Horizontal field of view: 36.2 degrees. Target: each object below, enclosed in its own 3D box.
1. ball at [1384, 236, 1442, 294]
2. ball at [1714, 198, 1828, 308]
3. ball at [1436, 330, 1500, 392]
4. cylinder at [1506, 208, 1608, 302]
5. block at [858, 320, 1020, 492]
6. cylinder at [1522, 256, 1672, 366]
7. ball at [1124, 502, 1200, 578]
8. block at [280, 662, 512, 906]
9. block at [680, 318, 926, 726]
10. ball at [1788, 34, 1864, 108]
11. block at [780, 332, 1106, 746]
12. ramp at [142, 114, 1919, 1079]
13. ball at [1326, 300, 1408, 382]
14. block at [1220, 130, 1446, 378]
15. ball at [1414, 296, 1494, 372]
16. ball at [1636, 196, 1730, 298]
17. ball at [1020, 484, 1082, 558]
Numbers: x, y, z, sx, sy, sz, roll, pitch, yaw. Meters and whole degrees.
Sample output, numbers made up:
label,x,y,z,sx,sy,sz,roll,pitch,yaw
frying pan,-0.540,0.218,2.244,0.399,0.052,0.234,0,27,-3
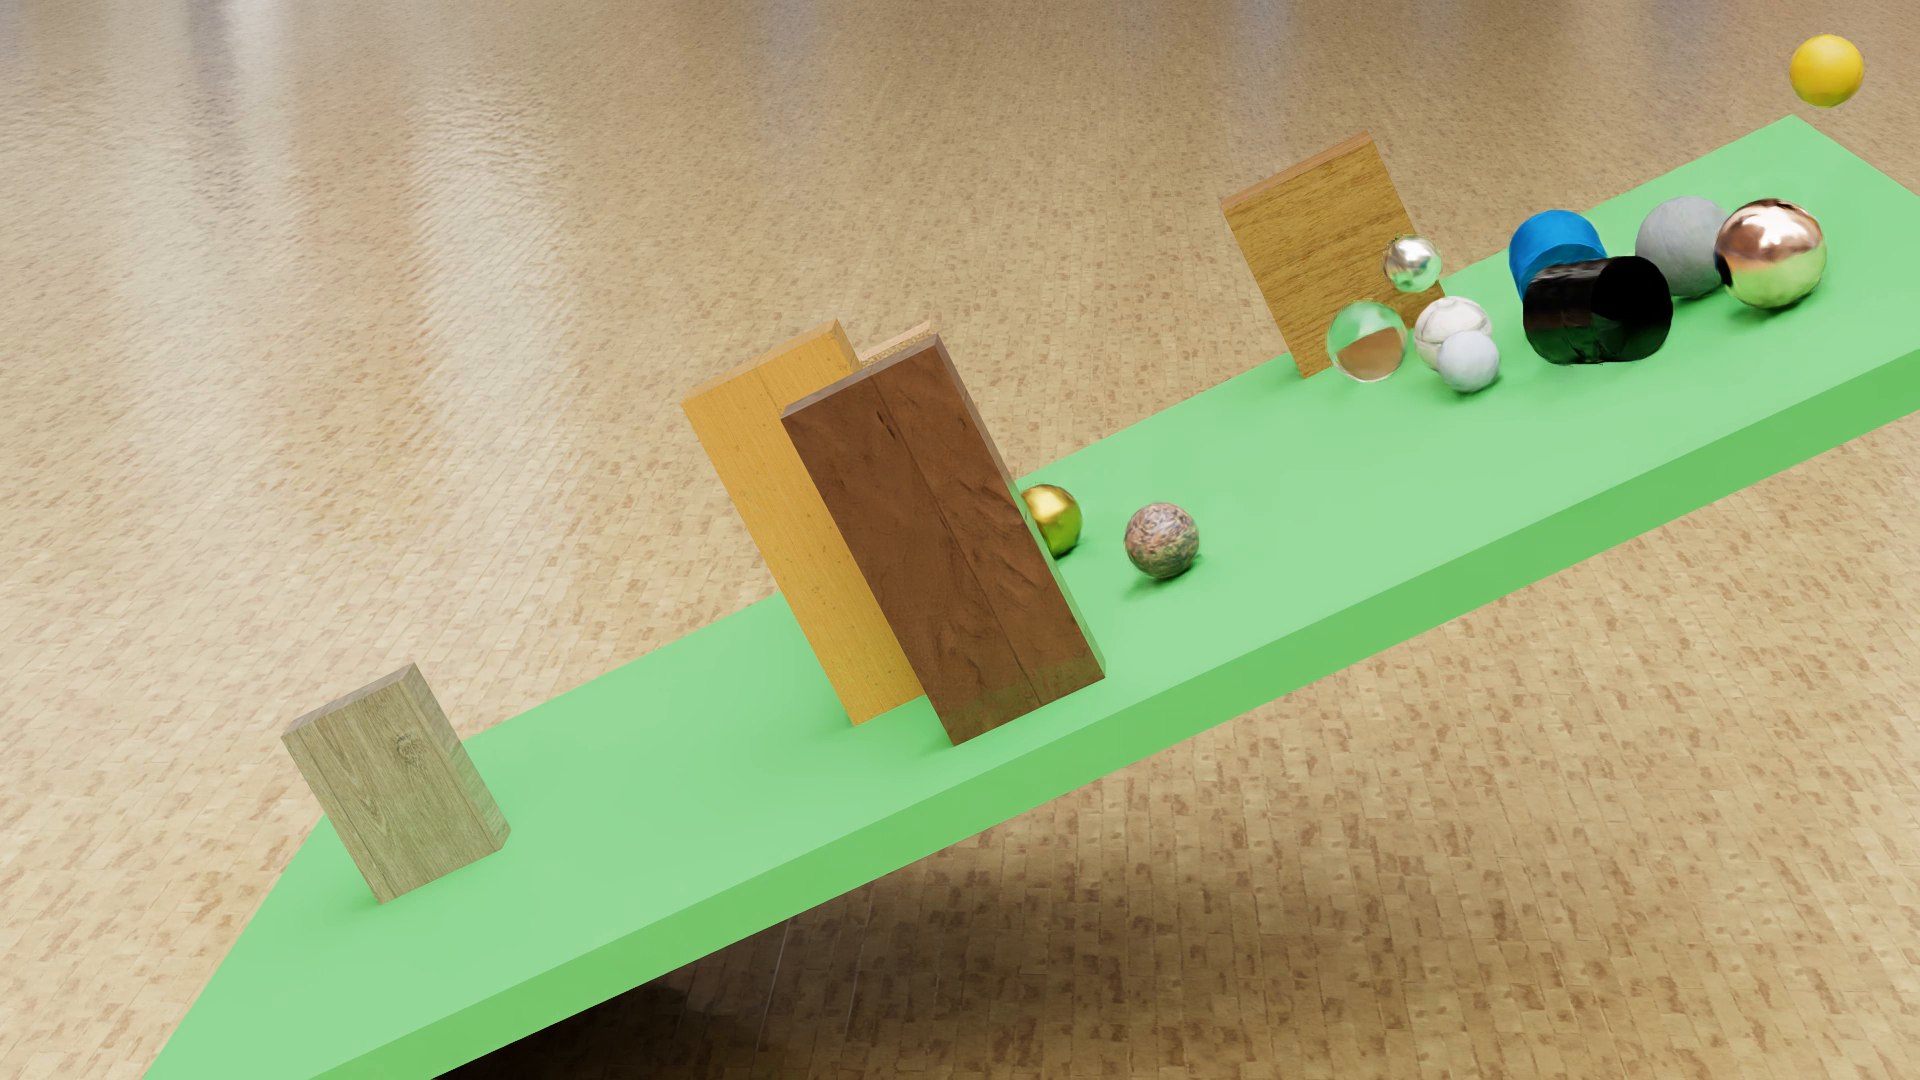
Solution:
label,x,y,z,sx,sy,sz,roll,pitch,yaw
ball,1.002,-0.610,6.510,0.126,0.126,0.126,0,17,0
ball,1.531,-0.541,5.558,0.208,0.208,0.208,0,17,0
ball,1.042,-0.367,6.028,0.129,0.129,0.129,0,17,0
cylinder,1.253,-0.562,6.131,0.195,0.195,0.195,0,30,-1
block,-0.116,-0.173,6.673,0.379,0.535,0.099,-25,14,10
cylinder,1.246,-0.448,5.755,0.204,0.204,0.204,-9,5,-28
ball,0.402,0.000,5.857,0.152,0.152,0.152,0,17,0
block,-1.228,0.533,6.418,0.308,0.435,0.111,-25,14,10
block,-0.230,-0.032,5.909,0.336,0.749,0.121,-25,14,10
ball,1.661,-0.898,5.638,0.140,0.140,0.140,0,17,0
block,-0.026,0.004,5.474,0.316,0.707,0.102,-25,14,10
ramp,0.139,0.168,6.281,4.000,0.100,2.000,-25,14,10
ball,0.894,-0.436,6.459,0.178,0.178,0.178,0,17,0
block,0.865,-0.657,6.779,0.372,0.436,0.142,-25,14,10
ball,1.037,-0.428,6.179,0.167,0.167,0.167,0,17,0
ball,1.455,-0.587,5.883,0.203,0.203,0.203,0,17,0
ball,0.186,-0.041,6.397,0.163,0.163,0.163,0,17,0
